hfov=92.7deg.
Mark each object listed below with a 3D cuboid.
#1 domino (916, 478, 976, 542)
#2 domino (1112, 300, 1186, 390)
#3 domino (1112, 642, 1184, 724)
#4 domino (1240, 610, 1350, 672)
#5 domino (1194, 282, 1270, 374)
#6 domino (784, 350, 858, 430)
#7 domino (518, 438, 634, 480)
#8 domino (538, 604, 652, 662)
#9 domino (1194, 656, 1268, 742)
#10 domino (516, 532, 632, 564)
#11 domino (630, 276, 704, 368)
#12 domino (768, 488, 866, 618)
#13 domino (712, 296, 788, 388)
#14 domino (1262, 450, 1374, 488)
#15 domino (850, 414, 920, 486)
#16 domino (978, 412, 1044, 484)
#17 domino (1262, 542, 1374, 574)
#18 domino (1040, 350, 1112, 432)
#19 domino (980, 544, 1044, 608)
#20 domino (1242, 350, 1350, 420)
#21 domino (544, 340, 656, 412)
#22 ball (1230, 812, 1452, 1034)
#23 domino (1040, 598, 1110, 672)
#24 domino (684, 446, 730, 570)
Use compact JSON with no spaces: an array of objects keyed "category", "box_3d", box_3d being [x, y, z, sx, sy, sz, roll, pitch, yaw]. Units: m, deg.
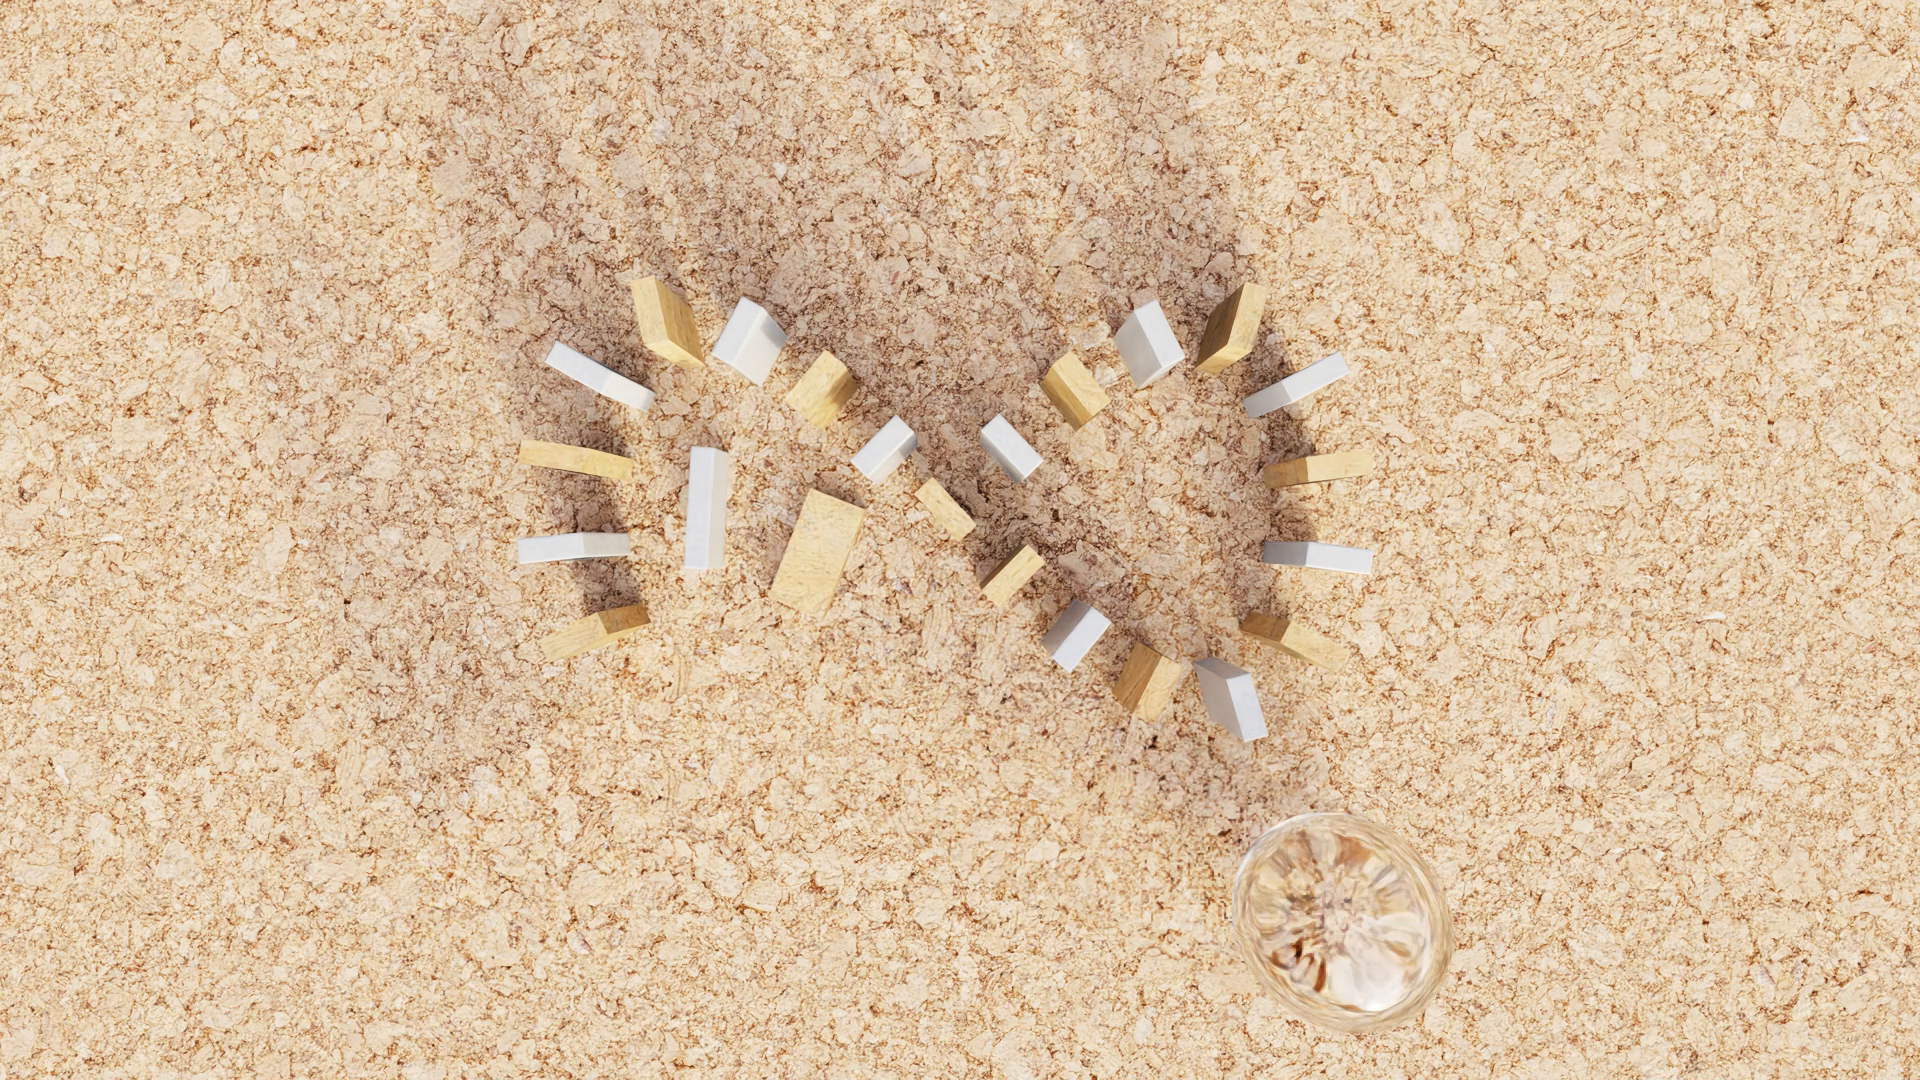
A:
[{"category":"domino","box_3d":[-0.006,-0.012,0.375,0.010,0.050,0.025,-42,90,0]},{"category":"domino","box_3d":[0.076,-0.079,0.375,0.010,0.050,0.025,-27,90,0]},{"category":"domino","box_3d":[0.076,0.057,0.375,0.010,0.050,0.025,27,90,0]},{"category":"domino","box_3d":[0.136,0.041,0.375,0.025,0.050,0.010,28,90,0]},{"category":"domino","box_3d":[0.110,-0.085,0.375,0.010,0.050,0.025,16,90,0]},{"category":"domino","box_3d":[-0.056,-0.060,0.375,0.009,0.050,0.025,39,90,0]},{"category":"domino","box_3d":[-0.156,-0.032,0.375,0.025,0.050,0.010,8,90,0]},{"category":"domino","box_3d":[-0.148,0.037,0.375,0.025,0.050,0.009,-26,90,0]},{"category":"domino","box_3d":[0.110,0.064,0.375,0.009,0.050,0.025,-16,90,0]},{"category":"domino","box_3d":[-0.156,0.003,0.375,0.025,0.050,0.009,-6,90,0]},{"category":"domino","box_3d":[-0.119,-0.088,0.375,0.009,0.050,0.025,-13,90,0]},{"category":"domino","box_3d":[-0.061,0.006,0.395,0.025,0.010,0.050,21,90,0]},{"category":"domino","box_3d":[-0.085,-0.080,0.375,0.009,0.050,0.025,28,90,0]},{"category":"domino","box_3d":[0.145,-0.028,0.375,0.025,0.050,0.009,-7,90,0]},{"category":"domino","box_3d":[-0.030,-0.036,0.375,0.025,0.050,0.010,-45,90,0]},{"category":"domino","box_3d":[0.020,-0.036,0.375,0.010,0.050,0.025,-44,90,0]},{"category":"domino","box_3d":[0.145,0.007,0.375,0.025,0.050,0.010,8,90,0]},{"category":"domino","box_3d":[0.046,-0.060,0.375,0.009,0.050,0.025,-39,90,0]},{"category":"domino","box_3d":[0.020,0.014,0.375,0.009,0.050,0.025,45,90,0]},{"category":"domino","box_3d":[0.136,-0.063,0.375,0.025,0.050,0.010,-27,90,0]},{"category":"domino","box_3d":[-0.146,-0.066,0.375,0.025,0.050,0.010,29,90,0]},{"category":"ball","box_3d":[0.148,0.148,0.360,0.080,0.080,0.080,0,90,0]},{"category":"domino","box_3d":[0.046,0.038,0.375,0.009,0.050,0.025,39,90,0]},{"category":"domino","box_3d":[-0.107,-0.013,0.388,0.010,0.025,0.050,4,90,0]}]
